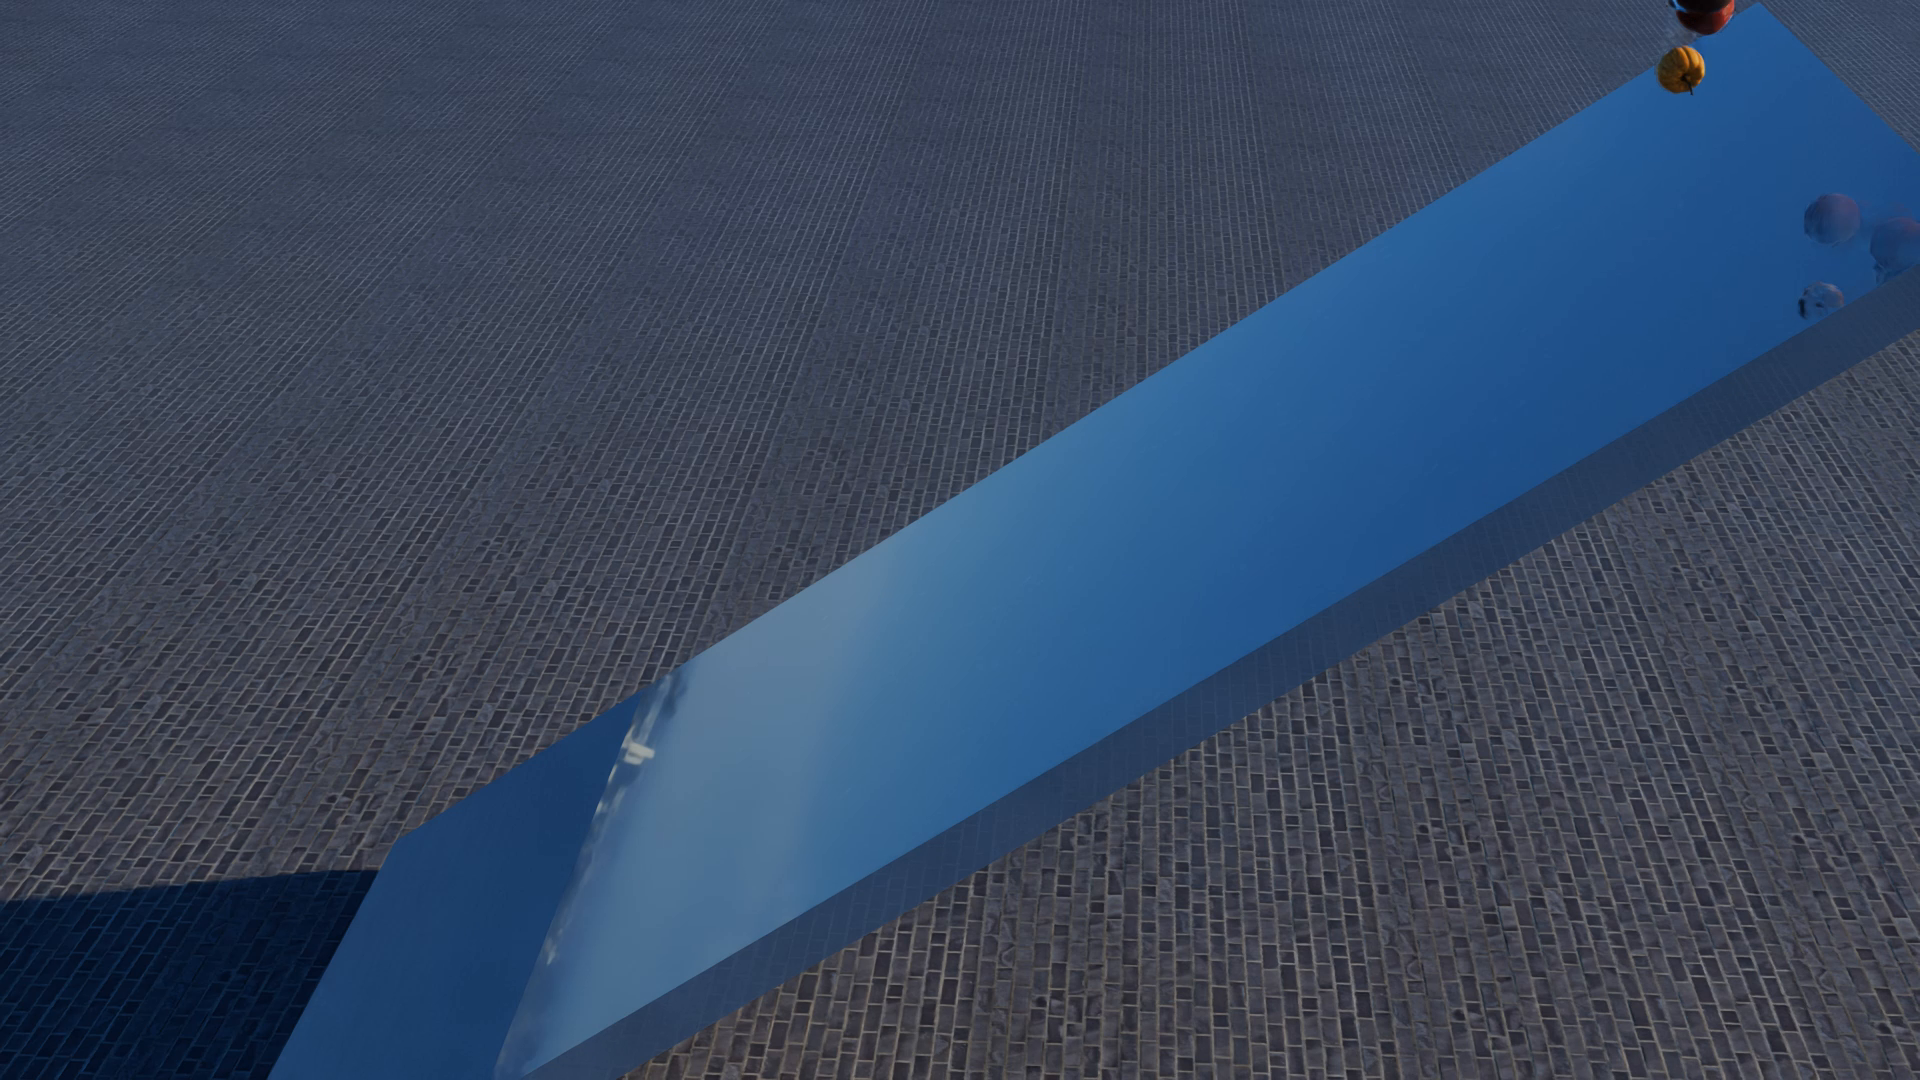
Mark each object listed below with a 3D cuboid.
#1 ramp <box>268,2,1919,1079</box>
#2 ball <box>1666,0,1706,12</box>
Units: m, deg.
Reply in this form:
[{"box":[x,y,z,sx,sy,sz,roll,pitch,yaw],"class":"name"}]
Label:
[{"box":[0.138,0.172,6.300,4.000,0.100,2.000,-31,16,14],"class":"ramp"},{"box":[1.421,-1.073,5.756,0.082,0.082,0.082,0,21,0],"class":"ball"}]
